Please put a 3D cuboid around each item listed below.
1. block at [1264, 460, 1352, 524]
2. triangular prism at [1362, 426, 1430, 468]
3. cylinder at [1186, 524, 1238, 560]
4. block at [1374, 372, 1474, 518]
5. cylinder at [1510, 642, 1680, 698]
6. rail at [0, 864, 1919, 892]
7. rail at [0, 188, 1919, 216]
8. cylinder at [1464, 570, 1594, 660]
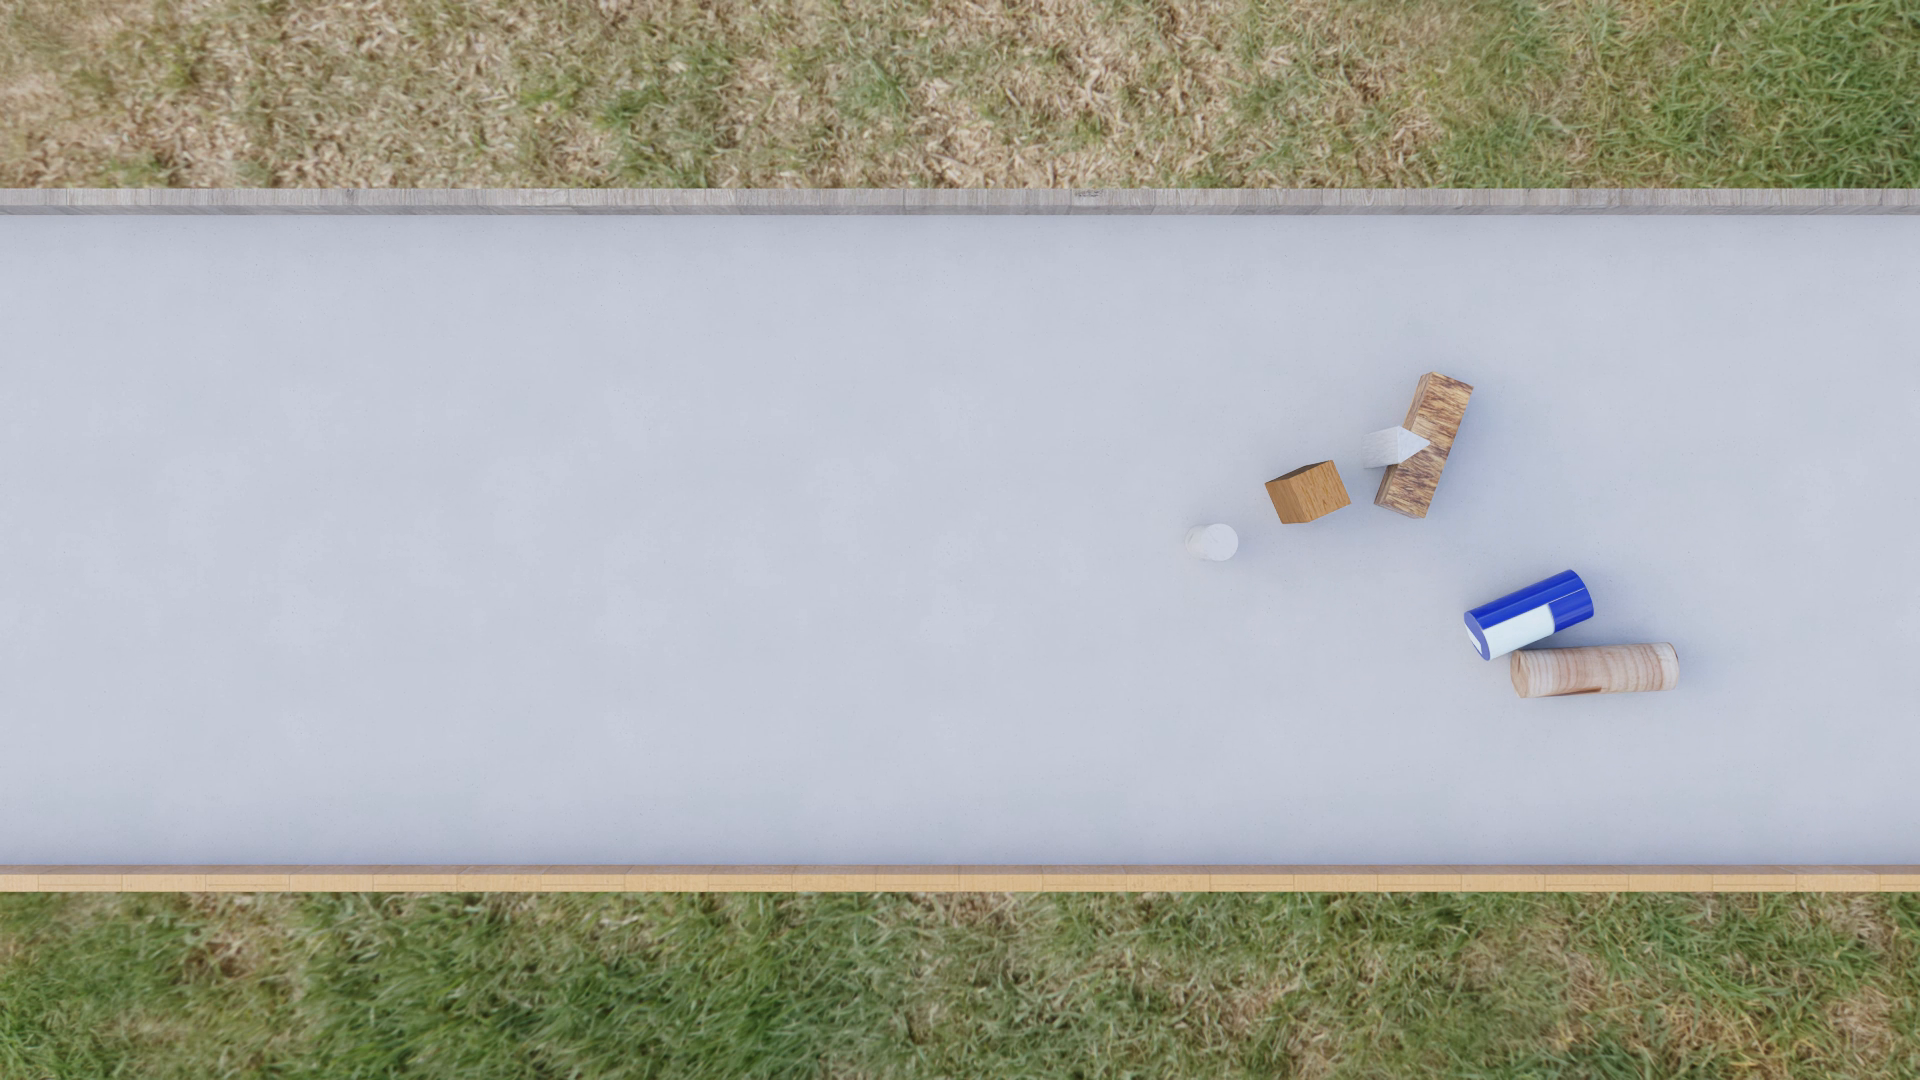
[{"bbox_3d":[1.026,-0.139,4.887,0.136,0.379,0.136,-24,90,0],"label":"block"},{"bbox_3d":[1.263,-0.285,4.872,0.104,0.409,0.090,-33,90,0],"label":"triangular prism"},{"bbox_3d":[0.747,0.006,4.910,0.107,0.333,0.107,0,90,0],"label":"cylinder"},{"bbox_3d":[1.407,-0.286,5.011,0.130,0.130,0.422,20,90,0],"label":"block"},{"bbox_3d":[1.922,0.394,5.003,0.456,0.147,0.147,-3,90,0],"label":"cylinder"},{"bbox_3d":[-2.247,1.025,5.001,12.000,0.150,0.050,0,90,0],"label":"rail"},{"bbox_3d":[-2.247,-1.025,5.002,12.000,0.150,0.050,0,90,0],"label":"rail"},{"bbox_3d":[1.721,0.227,4.996,0.337,0.161,0.161,-23,90,0],"label":"cylinder"}]
